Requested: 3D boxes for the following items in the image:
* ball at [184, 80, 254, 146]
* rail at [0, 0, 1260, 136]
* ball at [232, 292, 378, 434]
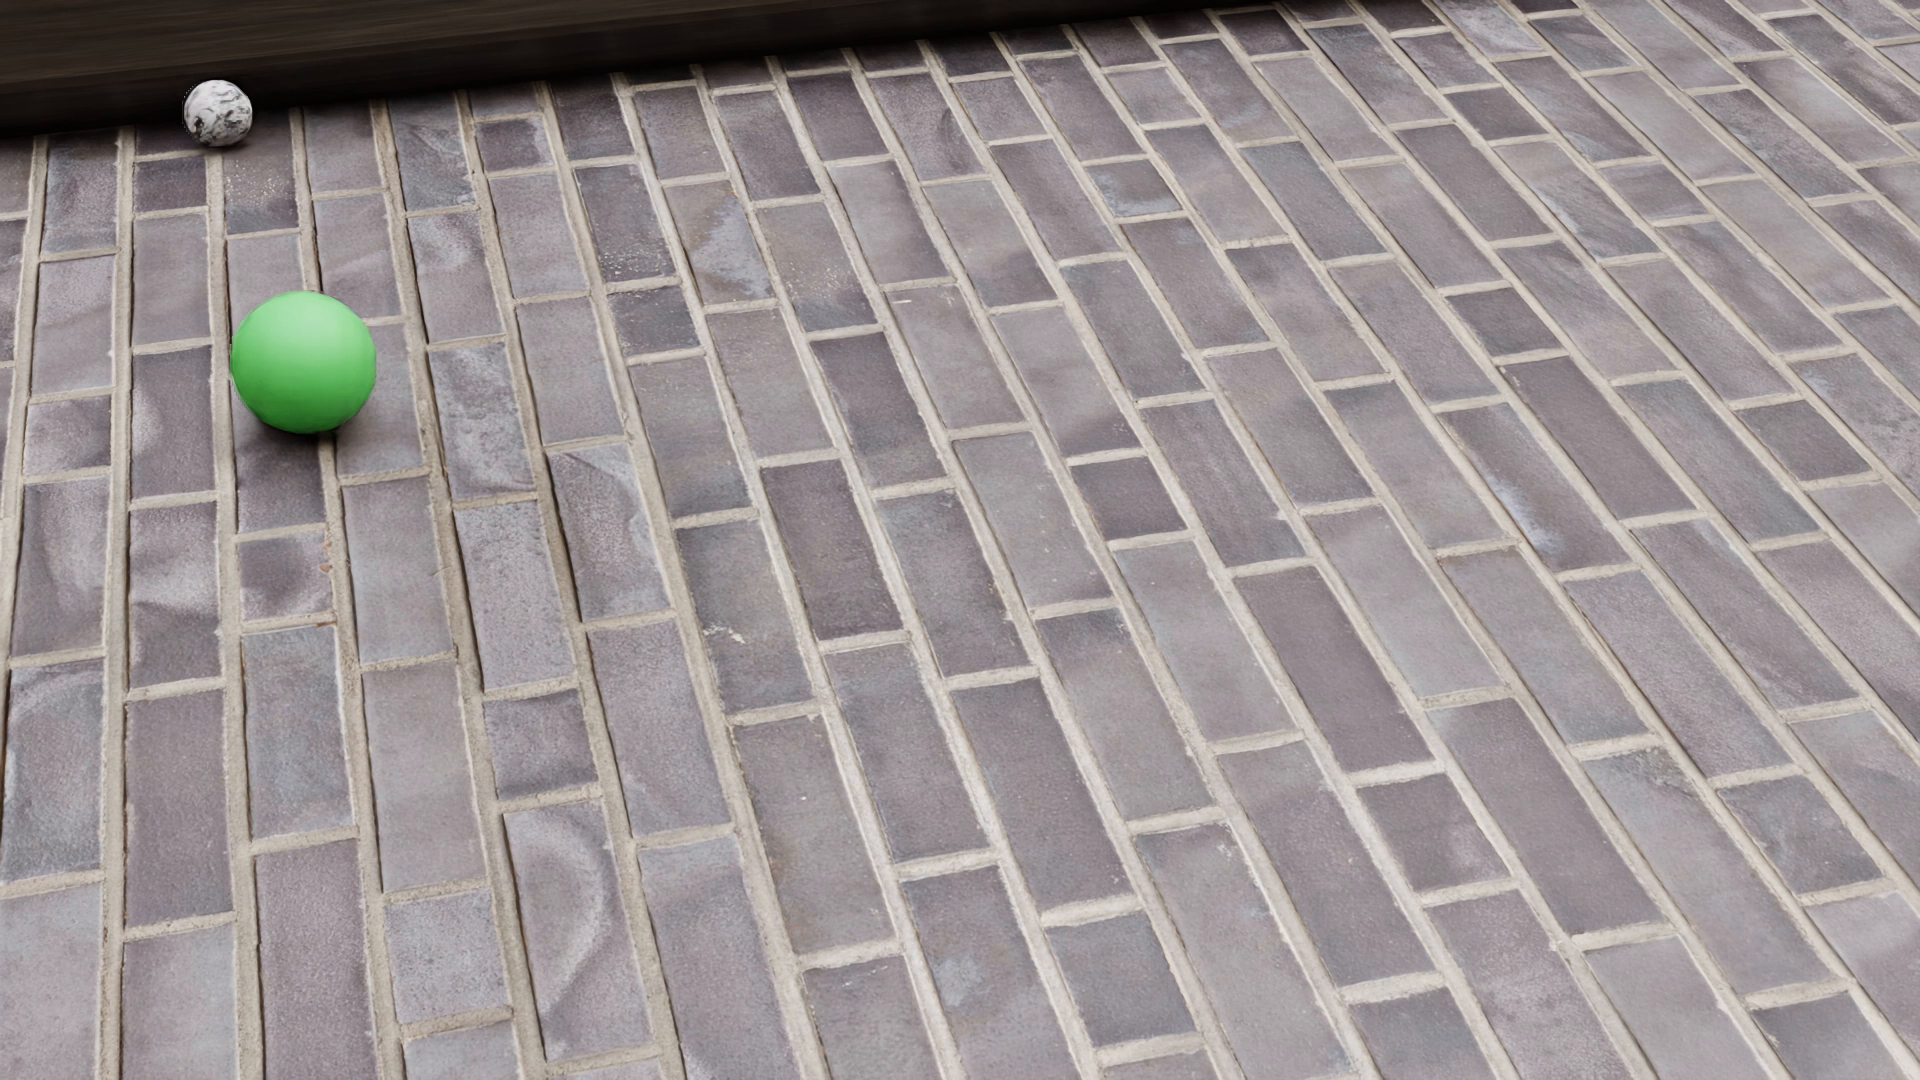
[{"bbox_3d":[-0.600,-0.345,2.075,0.054,0.054,0.054,0,36,0],"label":"ball"},{"bbox_3d":[0.503,-0.558,2.308,2.853,0.124,0.045,-8,37,-12],"label":"rail"},{"bbox_3d":[-0.441,-0.119,1.726,0.095,0.095,0.095,0,36,0],"label":"ball"}]
